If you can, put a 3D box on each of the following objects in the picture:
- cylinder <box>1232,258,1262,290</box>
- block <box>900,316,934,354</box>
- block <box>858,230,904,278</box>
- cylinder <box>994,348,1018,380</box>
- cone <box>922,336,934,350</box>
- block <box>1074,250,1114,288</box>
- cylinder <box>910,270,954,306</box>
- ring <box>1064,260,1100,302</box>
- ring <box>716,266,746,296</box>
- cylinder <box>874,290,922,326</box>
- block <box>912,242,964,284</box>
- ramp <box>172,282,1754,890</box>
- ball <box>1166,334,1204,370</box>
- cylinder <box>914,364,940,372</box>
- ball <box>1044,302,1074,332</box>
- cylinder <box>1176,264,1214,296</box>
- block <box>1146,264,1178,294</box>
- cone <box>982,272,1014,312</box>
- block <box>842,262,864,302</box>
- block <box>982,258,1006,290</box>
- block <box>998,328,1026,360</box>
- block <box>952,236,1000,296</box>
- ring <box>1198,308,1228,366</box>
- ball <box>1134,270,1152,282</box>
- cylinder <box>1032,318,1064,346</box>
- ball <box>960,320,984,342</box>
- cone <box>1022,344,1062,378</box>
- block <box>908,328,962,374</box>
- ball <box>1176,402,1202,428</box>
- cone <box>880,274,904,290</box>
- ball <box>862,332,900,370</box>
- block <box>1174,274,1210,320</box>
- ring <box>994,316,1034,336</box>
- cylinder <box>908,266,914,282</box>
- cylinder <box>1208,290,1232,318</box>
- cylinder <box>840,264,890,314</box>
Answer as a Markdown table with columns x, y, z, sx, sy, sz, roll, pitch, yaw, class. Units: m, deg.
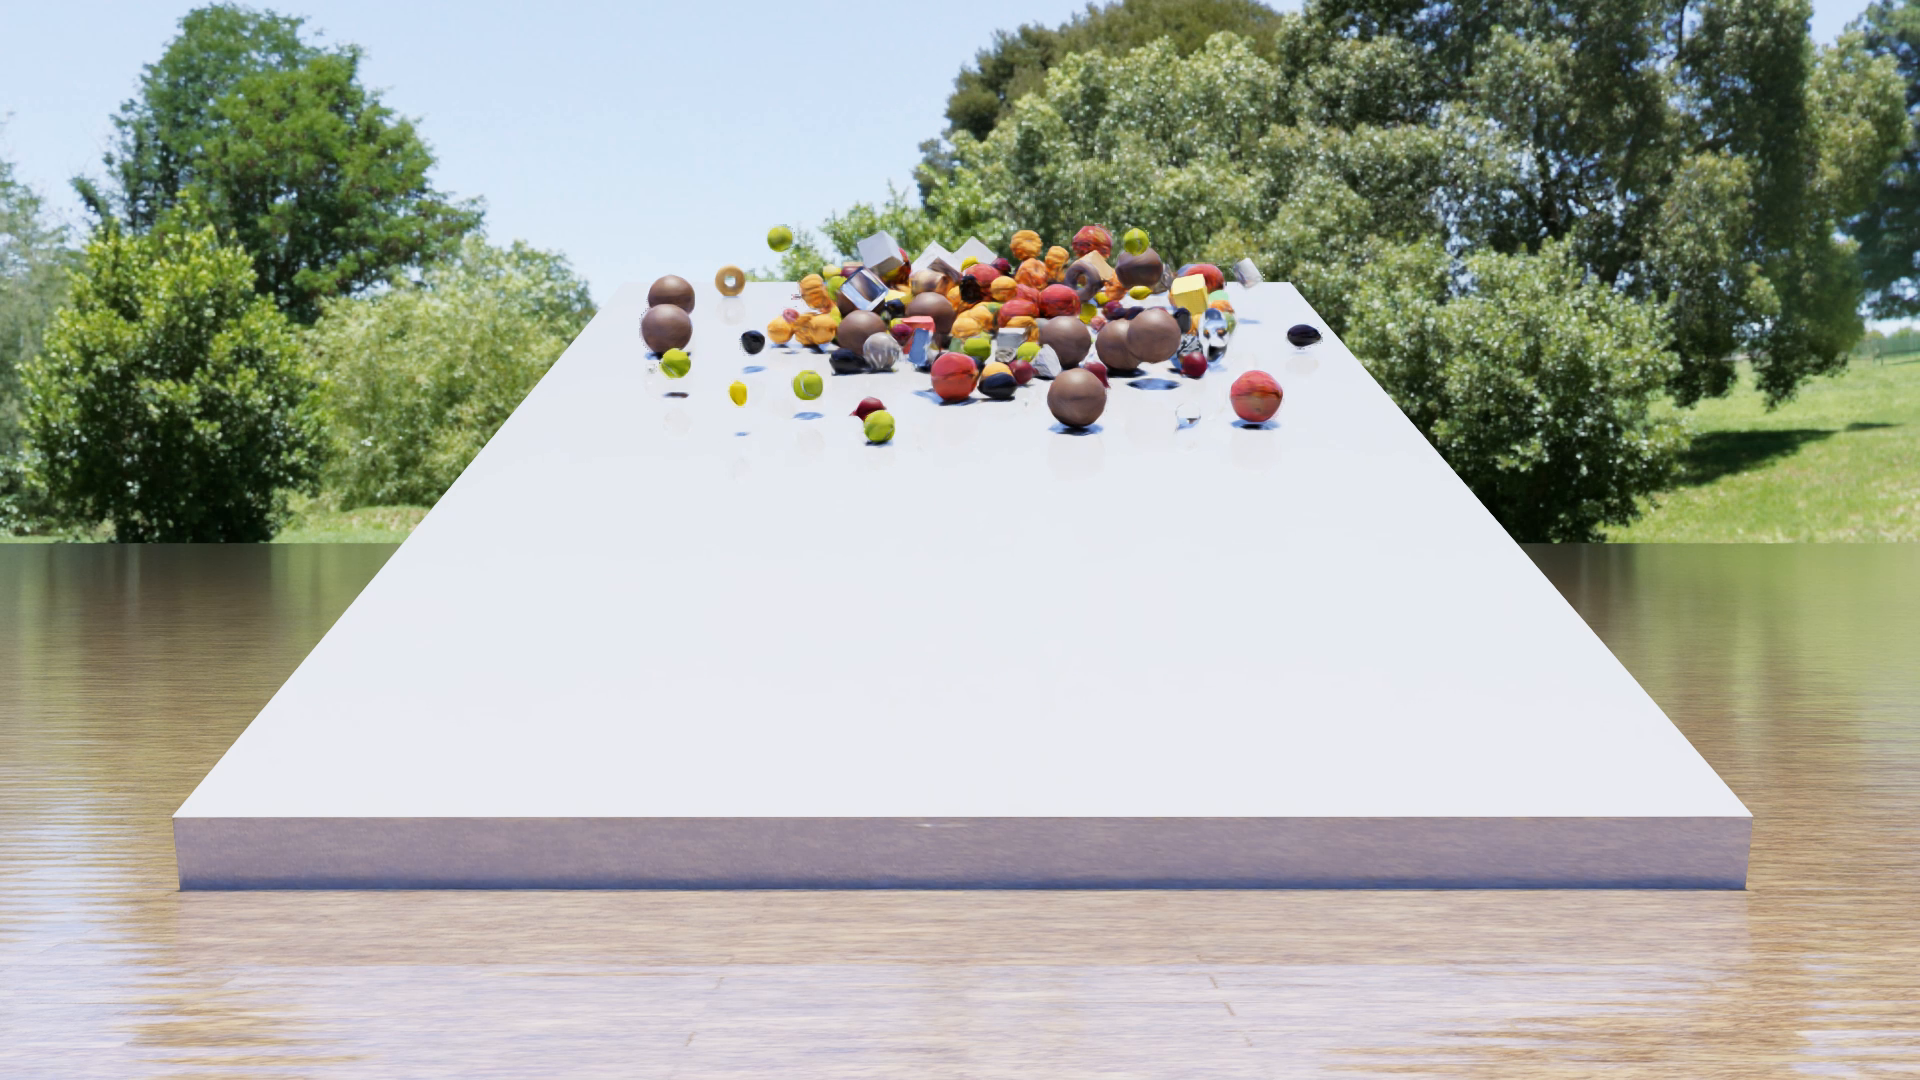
| x | y | z | sx | sy | sz | roll | pitch | yaw | class |
| --- | --- | --- | --- | --- | --- | --- | --- | --- | --- |
| 0.781 | -0.723 | 6.020 | 0.060 | 0.060 | 0.060 | -27 | -20 | -10 | cylinder |
| -0.108 | -0.521 | 5.631 | 0.080 | 0.080 | 0.080 | -2 | 16 | -7 | block |
| -0.216 | -0.783 | 6.055 | 0.083 | 0.083 | 0.083 | -26 | -18 | 15 | block |
| 0.111 | -0.425 | 5.314 | 0.054 | 0.054 | 0.054 | -3 | -45 | 3 | cylinder |
| -0.082 | -0.475 | 5.497 | 0.066 | 0.066 | 0.066 | 0 | 16 | 0 | cone |
| 0.369 | -0.755 | 6.272 | 0.082 | 0.082 | 0.082 | -28 | 23 | 37 | block |
| -0.074 | -0.679 | 5.942 | 0.083 | 0.083 | 0.083 | 17 | 9 | 33 | cylinder |
| 0.331 | -0.699 | 5.988 | 0.113 | 0.113 | 0.038 | 0 | 1 | 37 | ring |
| -0.663 | -0.748 | 6.382 | 0.094 | 0.094 | 0.031 | 0 | -11 | -30 | ring |
| -0.168 | -0.624 | 5.962 | 0.090 | 0.090 | 0.090 | 0 | 13 | -40 | cylinder |
| -0.062 | -0.737 | 6.034 | 0.093 | 0.093 | 0.093 | 35 | 23 | -28 | block |
| -0.002 | -0.164 | 4.730 | 2.000 | 0.100 | 4.000 | 0 | 16 | 0 | ramp |
| 0.550 | -0.460 | 5.406 | 0.090 | 0.090 | 0.090 | 0 | 0 | 0 | ball |
| -0.077 | -0.440 | 5.397 | 0.055 | 0.055 | 0.055 | 0 | 13 | -40 | cylinder |
| 0.263 | -0.591 | 5.864 | 0.084 | 0.084 | 0.084 | 0 | 0 | 0 | ball |
| 0.667 | -0.733 | 6.328 | 0.096 | 0.096 | 0.096 | 0 | 16 | -9 | cylinder |
| 0.567 | -0.734 | 6.214 | 0.054 | 0.054 | 0.054 | 47 | -30 | -23 | block |
| 0.122 | -0.687 | 6.040 | 0.095 | 0.095 | 0.095 | 22 | 18 | -8 | cone |
| -0.285 | -0.744 | 6.357 | 0.099 | 0.099 | 0.099 | 0 | 16 | -1 | block |
| 0.088 | -0.788 | 6.540 | 0.082 | 0.082 | 0.082 | 5 | 17 | 15 | block |
| 0.130 | -0.495 | 5.566 | 0.066 | 0.066 | 0.066 | 2 | 16 | 7 | block |
| 0.040 | -0.788 | 6.356 | 0.100 | 0.100 | 0.100 | 42 | -15 | 18 | block |
| 0.623 | -0.501 | 5.453 | 0.048 | 0.143 | 0.143 | 4 | -1 | -14 | ring |
| 0.571 | -0.796 | 6.794 | 0.068 | 0.068 | 0.068 | 0 | 0 | 0 | ball |
| 0.225 | -0.536 | 5.699 | 0.059 | 0.059 | 0.059 | 0 | 20 | -38 | cylinder |
| 0.032 | -0.541 | 5.724 | 0.061 | 0.061 | 0.061 | 0 | 0 | 0 | ball |
| 0.185 | -0.416 | 5.344 | 0.088 | 0.088 | 0.088 | -22 | -9 | 25 | cone |
| -0.058 | -0.441 | 5.151 | 0.082 | 0.082 | 0.082 | 11 | 8 | -32 | block |
| 0.499 | -0.273 | 4.823 | 0.058 | 0.058 | 0.058 | 0 | 0 | 0 | ball |
| -0.207 | -0.736 | 6.283 | 0.072 | 0.072 | 0.072 | -38 | 7 | 6 | cone |
| -0.193 | -0.461 | 5.403 | 0.092 | 0.092 | 0.092 | 0 | 0 | 0 | ball |
| 0.601 | -0.632 | 5.739 | 0.077 | 0.077 | 0.077 | -10 | 35 | 14 | block |
| 0.146 | -0.565 | 5.857 | 0.117 | 0.039 | 0.117 | 0 | 15 | 0 | ring |
| -0.112 | -0.782 | 6.536 | 0.073 | 0.073 | 0.073 | 0 | 16 | -11 | cylinder |
| 0.705 | -0.636 | 5.994 | 0.057 | 0.057 | 0.057 | 0 | -30 | 16 | cylinder |
| -0.239 | -0.627 | 5.540 | 0.088 | 0.088 | 0.088 | -43 | -3 | -3 | cylinder |
